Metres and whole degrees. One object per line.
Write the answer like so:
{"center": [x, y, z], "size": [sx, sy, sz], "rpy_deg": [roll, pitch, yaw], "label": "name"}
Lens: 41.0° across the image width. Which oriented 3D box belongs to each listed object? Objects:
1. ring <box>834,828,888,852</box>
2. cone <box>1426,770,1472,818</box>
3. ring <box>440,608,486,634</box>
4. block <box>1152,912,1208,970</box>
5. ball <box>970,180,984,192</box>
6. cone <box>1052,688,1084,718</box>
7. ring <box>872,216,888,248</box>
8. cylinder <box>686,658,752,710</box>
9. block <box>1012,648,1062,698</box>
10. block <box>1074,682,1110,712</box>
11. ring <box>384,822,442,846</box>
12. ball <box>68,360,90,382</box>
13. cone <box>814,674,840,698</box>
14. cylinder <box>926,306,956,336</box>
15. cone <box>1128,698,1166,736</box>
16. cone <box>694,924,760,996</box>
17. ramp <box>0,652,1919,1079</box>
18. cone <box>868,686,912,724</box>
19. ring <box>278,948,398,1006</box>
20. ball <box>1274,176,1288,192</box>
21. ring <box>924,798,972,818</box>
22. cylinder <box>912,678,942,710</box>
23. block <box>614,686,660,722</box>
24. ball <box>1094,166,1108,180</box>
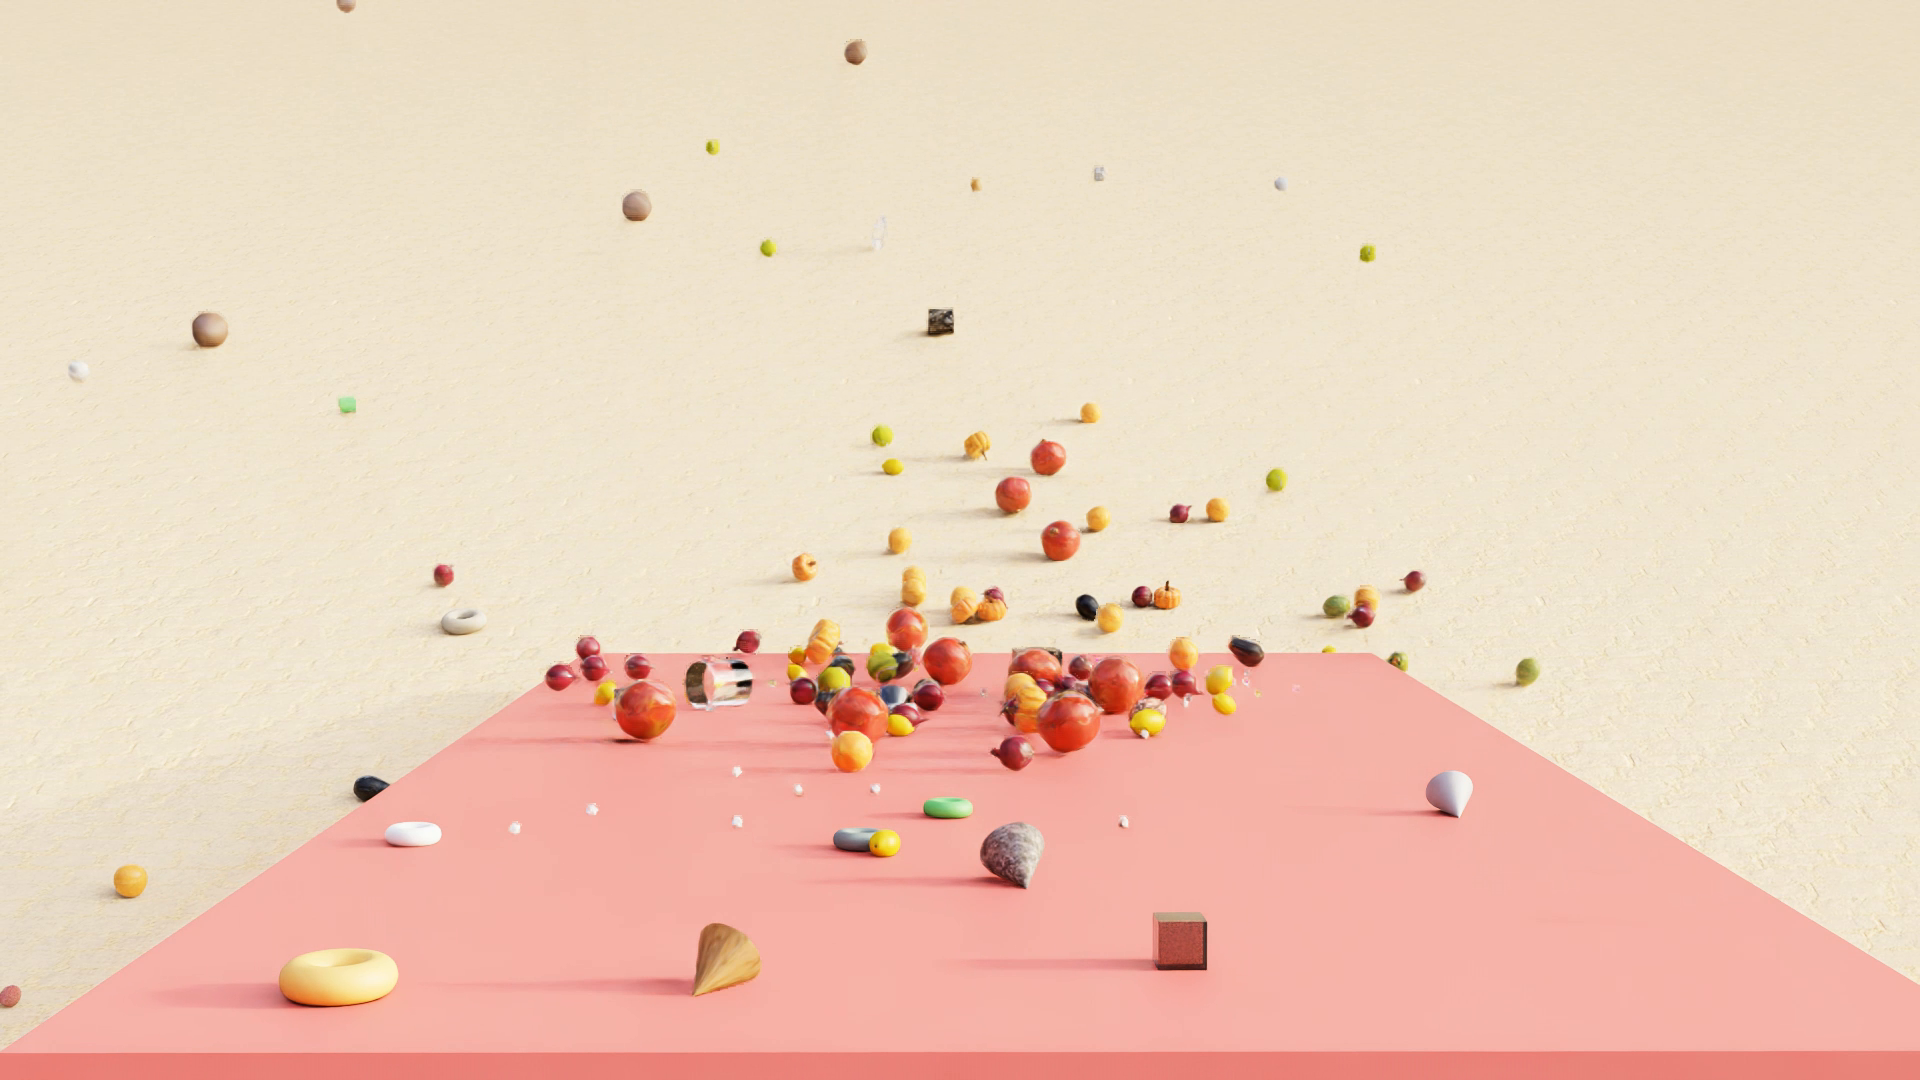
{"center": [-0.142, 0.429, 3.681], "size": [0.079, 0.026, 0.079], "rpy_deg": [1, 2, 0], "label": "ring"}
{"center": [0.765, 0.409, 3.976], "size": [0.074, 0.074, 0.074], "rpy_deg": [-1, 30, -2], "label": "cone"}
{"center": [-1.334, 0.218, 6.912], "size": [0.122, 0.041, 0.122], "rpy_deg": [-1, 20, 0], "label": "ring"}
{"center": [0.249, 0.456, 2.919], "size": [0.055, 0.055, 0.055], "rpy_deg": [0, 3, -3], "label": "block"}
{"center": [0.077, -1.597, 11.575], "size": [0.055, 0.055, 0.055], "rpy_deg": [0, 21, 0], "label": "ball"}
{"center": [0.216, 0.345, 5.204], "size": [0.064, 0.064, 0.064], "rpy_deg": [2, 30, 6], "label": "cone"}
{"center": [-0.329, -1.272, 10.628], "size": [0.046, 0.137, 0.137], "rpy_deg": [9, 22, 8], "label": "ring"}
{"center": [-0.503, 0.300, 5.364], "size": [0.100, 0.100, 0.100], "rpy_deg": [-3, 18, -44], "label": "cylinder"}
{"center": [0.167, 0.288, 5.595], "size": [0.099, 0.099, 0.099], "rpy_deg": [0, 3, -6], "label": "block"}
{"center": [0.274, 0.324, 5.337], "size": [0.055, 0.055, 0.055], "rpy_deg": [-1, 3, -24], "label": "block"}
{"center": [-0.793, 0.427, 3.726], "size": [0.081, 0.027, 0.081], "rpy_deg": [1, 4, 0], "label": "ring"}
{"center": [-3.071, -0.589, 8.950], "size": [0.072, 0.072, 0.072], "rpy_deg": [0, 21, 0], "label": "ball"}
{"center": [-0.293, 0.328, 5.556], "size": [0.054, 0.054, 0.054], "rpy_deg": [3, 34, 8], "label": "cone"}
{"center": [-0.071, -0.806, 9.481], "size": [0.092, 0.092, 0.092], "rpy_deg": [-14, 23, -4], "label": "cylinder"}
{"center": [0.371, 0.355, 4.953], "size": [0.076, 0.076, 0.076], "rpy_deg": [-4, 30, -10], "label": "cone"}
{"center": [-0.270, 0.473, 2.796], "size": [0.079, 0.079, 0.079], "rpy_deg": [10, 34, 25], "label": "cone"}
{"center": [0.049, 0.446, 4.532], "size": [2.000, 0.100, 4.000], "rpy_deg": [0, 3, 0], "label": "ramp"}
{"center": [-0.133, 0.347, 5.060], "size": [0.089, 0.089, 0.089], "rpy_deg": [-2, 30, -5], "label": "cone"}
{"center": [-0.670, 0.471, 2.772], "size": [0.126, 0.042, 0.126], "rpy_deg": [0, 4, 0], "label": "ring"}
{"center": [1.448, -1.604, 11.581], "size": [0.065, 0.065, 0.065], "rpy_deg": [0, 21, 0], "label": "ball"}
{"center": [-0.019, 0.414, 3.967], "size": [0.077, 0.026, 0.077], "rpy_deg": [1, 2, 0], "label": "ring"}
{"center": [-0.069, 0.321, 5.366], "size": [0.059, 0.059, 0.059], "rpy_deg": [1, 3, 1], "label": "cylinder"}
{"center": [-0.649, 0.330, 5.158], "size": [0.064, 0.064, 0.064], "rpy_deg": [3, 4, 39], "label": "block"}
{"center": [0.643, -1.677, 11.769], "size": [0.065, 0.065, 0.065], "rpy_deg": [0, 21, 0], "label": "ball"}
